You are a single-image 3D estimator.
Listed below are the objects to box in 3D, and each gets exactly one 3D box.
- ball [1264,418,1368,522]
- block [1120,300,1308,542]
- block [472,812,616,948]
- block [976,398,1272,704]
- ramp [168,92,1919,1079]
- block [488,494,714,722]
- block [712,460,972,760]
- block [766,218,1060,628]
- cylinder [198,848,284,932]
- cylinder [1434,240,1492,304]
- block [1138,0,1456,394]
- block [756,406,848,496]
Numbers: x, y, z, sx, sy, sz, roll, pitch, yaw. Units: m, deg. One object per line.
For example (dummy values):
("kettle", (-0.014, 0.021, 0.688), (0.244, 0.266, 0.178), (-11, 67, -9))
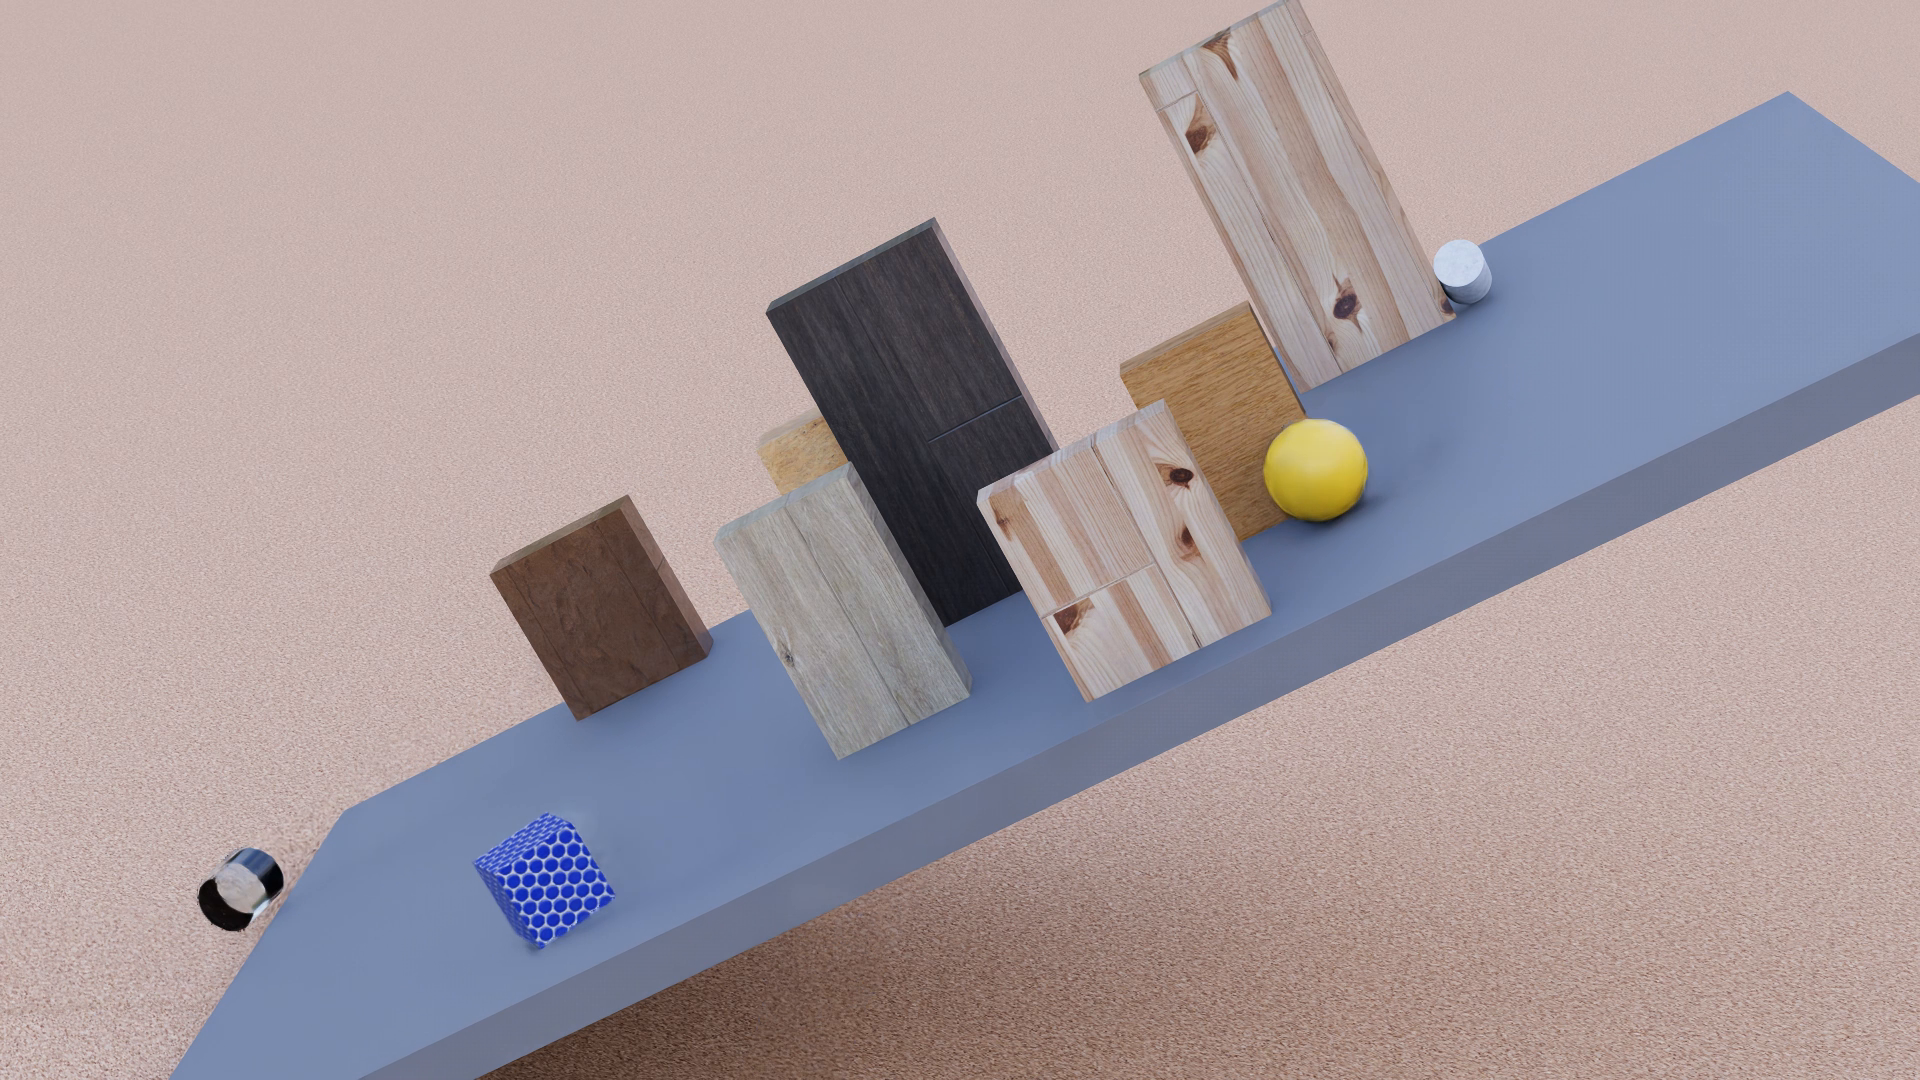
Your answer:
("ball", (0.684, -0.135, 5.659), (0.199, 0.199, 0.199), (0, 17, 0))
("block", (0.536, -0.222, 5.813), (0.283, 0.412, 0.095), (-26, 14, 11))
("block", (-0.822, 0.671, 5.811), (0.178, 0.178, 0.178), (-34, 15, -19))
("block", (0.301, 0.022, 5.373), (0.380, 0.432, 0.087), (-26, 14, 11))
("ramp", (0.141, 0.167, 6.281), (4.000, 0.100, 2.000), (-26, 14, 11))
("block", (-0.872, 0.167, 7.179), (0.369, 0.425, 0.120), (-26, 14, 11))
("block", (-0.229, 0.142, 5.826), (0.299, 0.510, 0.107), (-26, 14, 11))
("block", (-0.045, -0.244, 6.257), (0.396, 0.785, 0.107), (-26, 14, 11))
("cylinder", (-1.730, 0.841, 7.082), (0.147, 0.147, 0.147), (6, 24, 17))
("cylinder", (1.116, -0.595, 6.529), (0.111, 0.111, 0.111), (7, -14, 22))
("block", (0.748, -0.762, 6.510), (0.383, 0.795, 0.097), (-26, 14, 11))
("block", (-0.199, -0.056, 6.461), (0.270, 0.513, 0.131), (-26, 14, 11))
